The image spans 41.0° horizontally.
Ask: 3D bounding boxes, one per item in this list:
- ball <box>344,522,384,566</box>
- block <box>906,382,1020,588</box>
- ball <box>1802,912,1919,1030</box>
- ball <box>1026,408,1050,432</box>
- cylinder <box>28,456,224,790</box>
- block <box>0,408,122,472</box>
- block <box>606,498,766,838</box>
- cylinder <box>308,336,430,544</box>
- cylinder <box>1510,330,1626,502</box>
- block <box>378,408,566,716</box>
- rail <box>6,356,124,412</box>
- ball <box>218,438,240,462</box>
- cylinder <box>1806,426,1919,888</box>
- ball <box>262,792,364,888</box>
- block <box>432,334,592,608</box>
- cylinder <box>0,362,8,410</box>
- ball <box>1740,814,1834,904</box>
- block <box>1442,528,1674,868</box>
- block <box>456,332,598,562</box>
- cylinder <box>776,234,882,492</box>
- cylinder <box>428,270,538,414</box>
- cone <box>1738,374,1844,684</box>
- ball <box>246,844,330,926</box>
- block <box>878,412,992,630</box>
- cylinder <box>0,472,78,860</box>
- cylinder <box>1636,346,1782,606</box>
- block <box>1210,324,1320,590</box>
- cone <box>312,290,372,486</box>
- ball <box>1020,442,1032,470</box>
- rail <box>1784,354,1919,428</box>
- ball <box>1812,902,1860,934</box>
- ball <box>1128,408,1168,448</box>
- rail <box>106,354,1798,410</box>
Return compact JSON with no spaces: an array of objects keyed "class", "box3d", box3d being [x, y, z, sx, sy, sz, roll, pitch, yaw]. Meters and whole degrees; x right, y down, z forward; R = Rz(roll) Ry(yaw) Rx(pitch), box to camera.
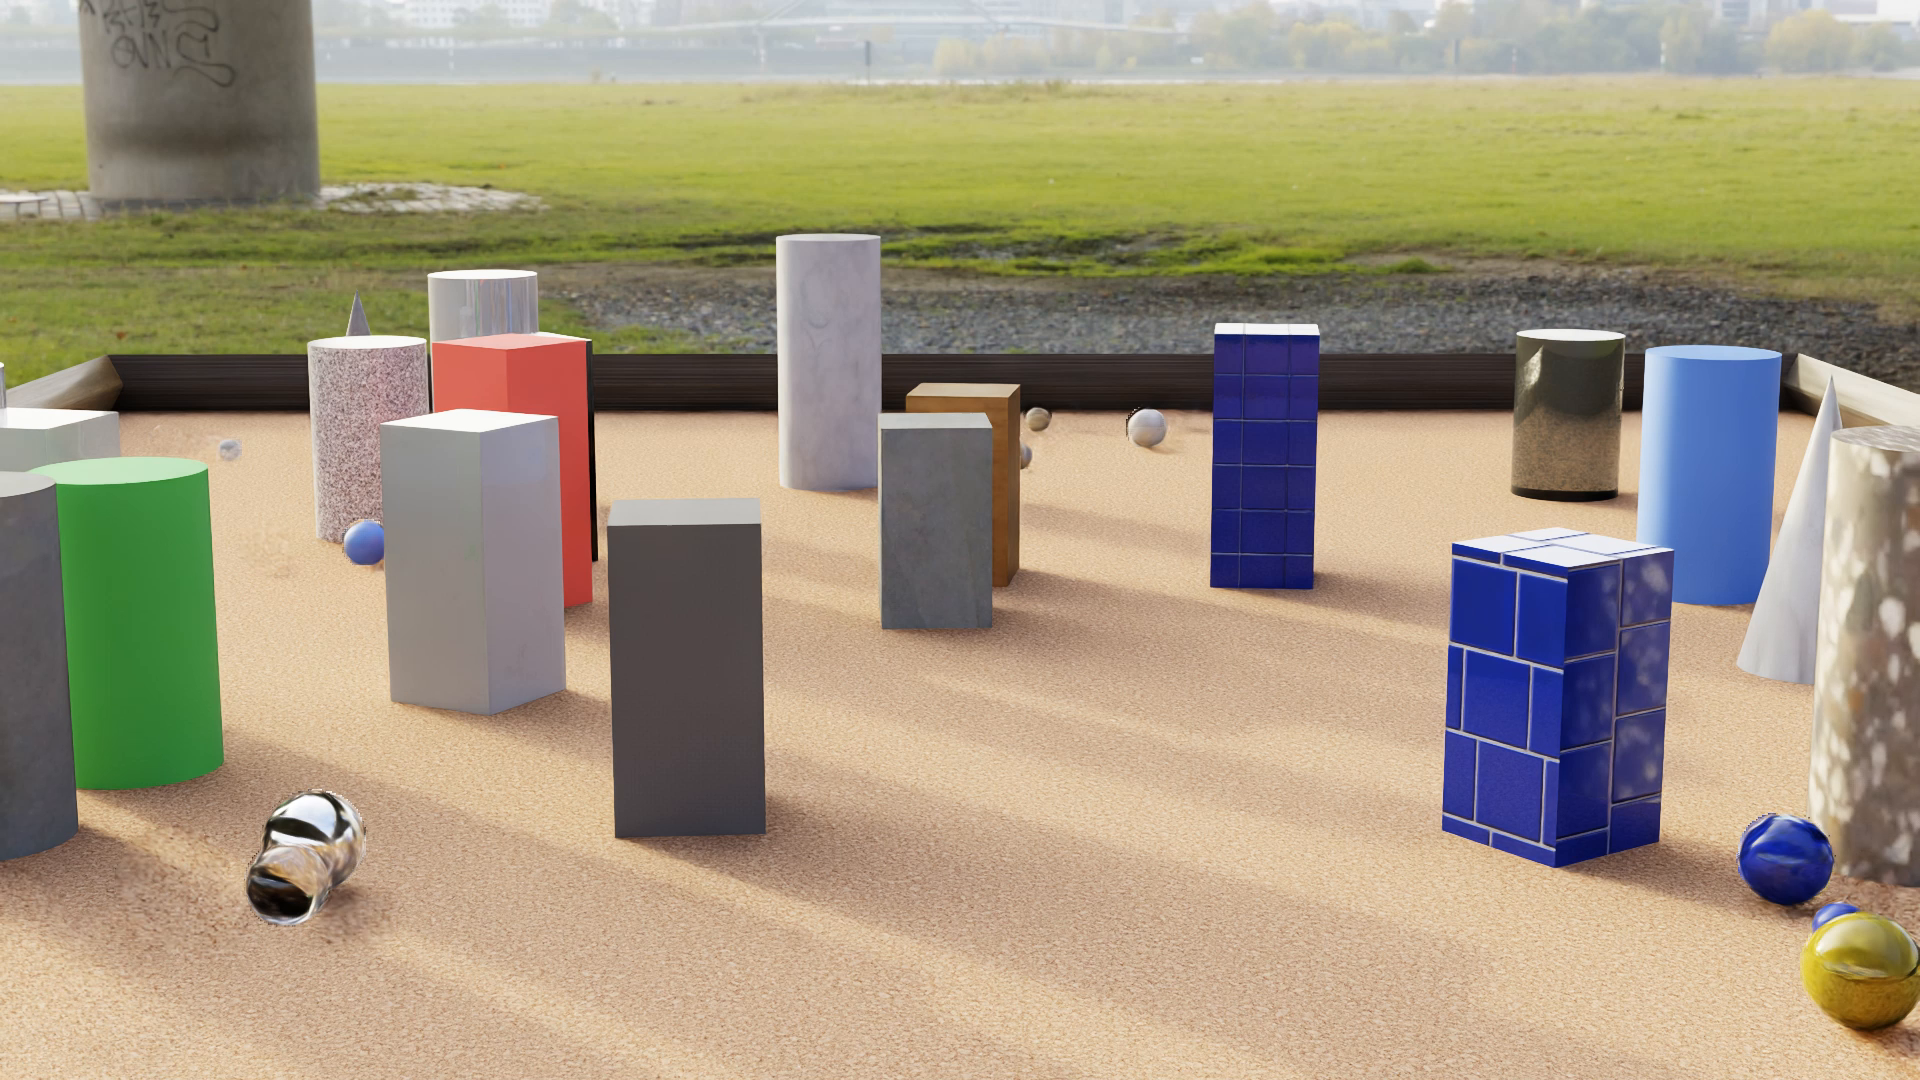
[{"class":"ball","box3d":[-0.862,0.005,3.724,0.064,0.064,0.064,0,11,0]},{"class":"block","box3d":[0.006,-0.080,3.632,0.142,0.266,0.142,2,11,8]},{"class":"ball","box3d":[0.686,0.327,1.947,0.089,0.089,0.089,0,11,0]},{"class":"ball","box3d":[0.154,-0.238,5.063,0.048,0.048,0.048,0,11,0]},{"class":"cylinder","box3d":[-0.860,0.082,2.646,0.178,0.312,0.178,0,11,0]},{"class":"block","box3d":[-1.042,0.026,2.892,0.142,0.330,0.142,3,11,14]},{"class":"block","box3d":[-0.262,0.120,2.475,0.142,0.300,0.142,-1,11,-5]},{"class":"cylinder","box3d":[-0.907,-0.157,3.953,0.178,0.298,0.178,0,11,0]},{"class":"cylinder","box3d":[1.024,-0.212,4.325,0.178,0.269,0.178,0,11,0]},{"class":"block","box3d":[-0.557,0.022,2.942,0.142,0.321,0.142,6,12,28]},{"class":"rail","box3d":[-1.745,0.032,3.440,0.045,0.116,3.908,0,11,0]},{"class":"ball","box3d":[-1.336,-0.165,4.691,0.041,0.041,0.041,0,11,0]},{"class":"cylinder","box3d":[0.872,0.102,2.330,0.178,0.390,0.178,0,11,0]},{"class":"ball","box3d":[-0.571,0.267,2.268,0.088,0.088,0.088,0,11,0]},{"class":"block","box3d":[-0.599,-0.089,3.438,0.142,0.356,0.142,8,13,37]},{"class":"cylinder","box3d":[-1.219,-0.022,3.052,0.178,0.367,0.178,0,11,0]},{"class":"ball","box3d":[0.720,0.278,2.235,0.079,0.079,0.079,0,11,0]},{"class":"block","box3d":[0.559,0.143,2.408,0.142,0.280,0.142,-7,13,-34]},{"class":"block","box3d":[-0.631,-0.131,3.744,0.142,0.325,0.142,-8,13,-38]},{"class":"cylinder","box3d":[-0.224,-0.308,4.414,0.178,0.425,0.178,0,11,0]},{"class":"cylinder","box3d":[-0.788,-0.255,4.267,0.178,0.374,0.178,0,11,0]},{"class":"cone","box3d":[1.032,-0.022,3.070,0.178,0.360,0.178,0,11,0]},{"class":"ball","box3d":[-0.571,0.293,2.182,0.069,0.069,0.069,0,11,0]},{"class":"block","box3d":[-0.034,-0.027,3.364,0.142,0.261,0.142,-1,11,-3]},{"class":"cylinder","box3d":[-0.929,0.116,2.400,0.178,0.336,0.178,0,11,0]},{"class":"cylinder","box3d":[1.023,-0.092,3.516,0.178,0.332,0.178,0,11,0]},{"class":"block","box3d":[0.427,-0.120,3.605,0.142,0.354,0.142,1,11,6]},{"class":"cone","box3d":[-1.034,-0.266,4.429,0.178,0.337,0.178,0,11,0]},{"class":"ball","box3d":[0.105,-0.151,4.593,0.050,0.050,0.050,0,11,0]},{"class":"rail","box3d":[1.745,0.028,3.460,0.045,0.116,3.908,0,11,0]},{"class":"ball","box3d":[0.722,0.320,2.104,0.045,0.045,0.045,0,11,0]},{"class":"ball","box3d":[0.355,-0.211,4.849,0.074,0.074,0.074,0,11,0]},{"class":"rail","box3d":[-0.011,-0.327,5.347,3.538,0.116,0.045,0,11,0]}]
